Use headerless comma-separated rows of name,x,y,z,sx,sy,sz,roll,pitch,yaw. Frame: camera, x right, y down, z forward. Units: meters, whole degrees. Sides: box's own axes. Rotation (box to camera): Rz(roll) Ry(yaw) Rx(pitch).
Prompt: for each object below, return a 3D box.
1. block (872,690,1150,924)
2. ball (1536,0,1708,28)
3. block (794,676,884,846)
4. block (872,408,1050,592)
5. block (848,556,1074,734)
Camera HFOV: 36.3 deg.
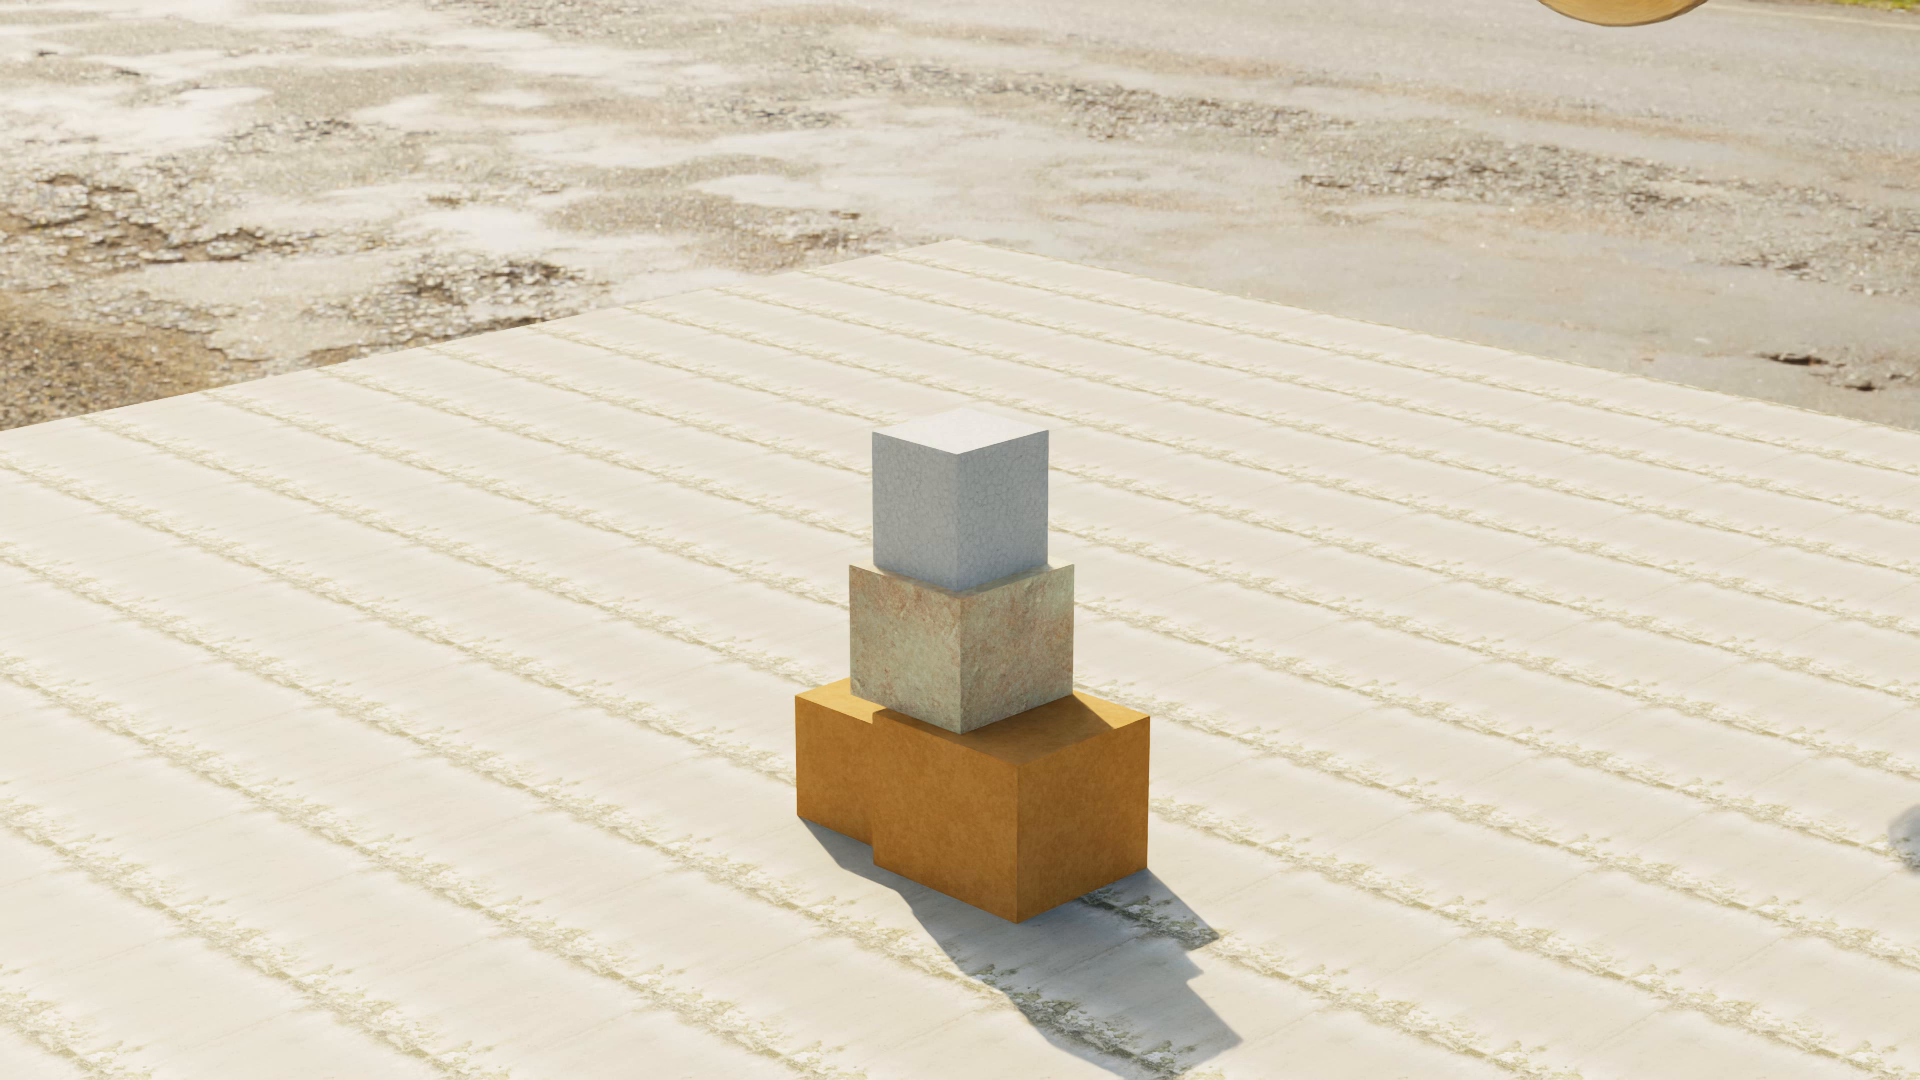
block,0.232,1.149,13.439,0.869,0.750,0.920,-17,24,-42
ball,3.645,-3.612,16.027,1.600,1.600,1.600,0,17,0
block,-0.315,1.033,14.026,0.659,0.618,0.675,-17,24,-42
block,0.003,-0.193,13.284,0.586,0.633,0.541,-17,24,-42
block,0.008,0.410,13.479,0.738,0.635,0.720,-17,24,-42
